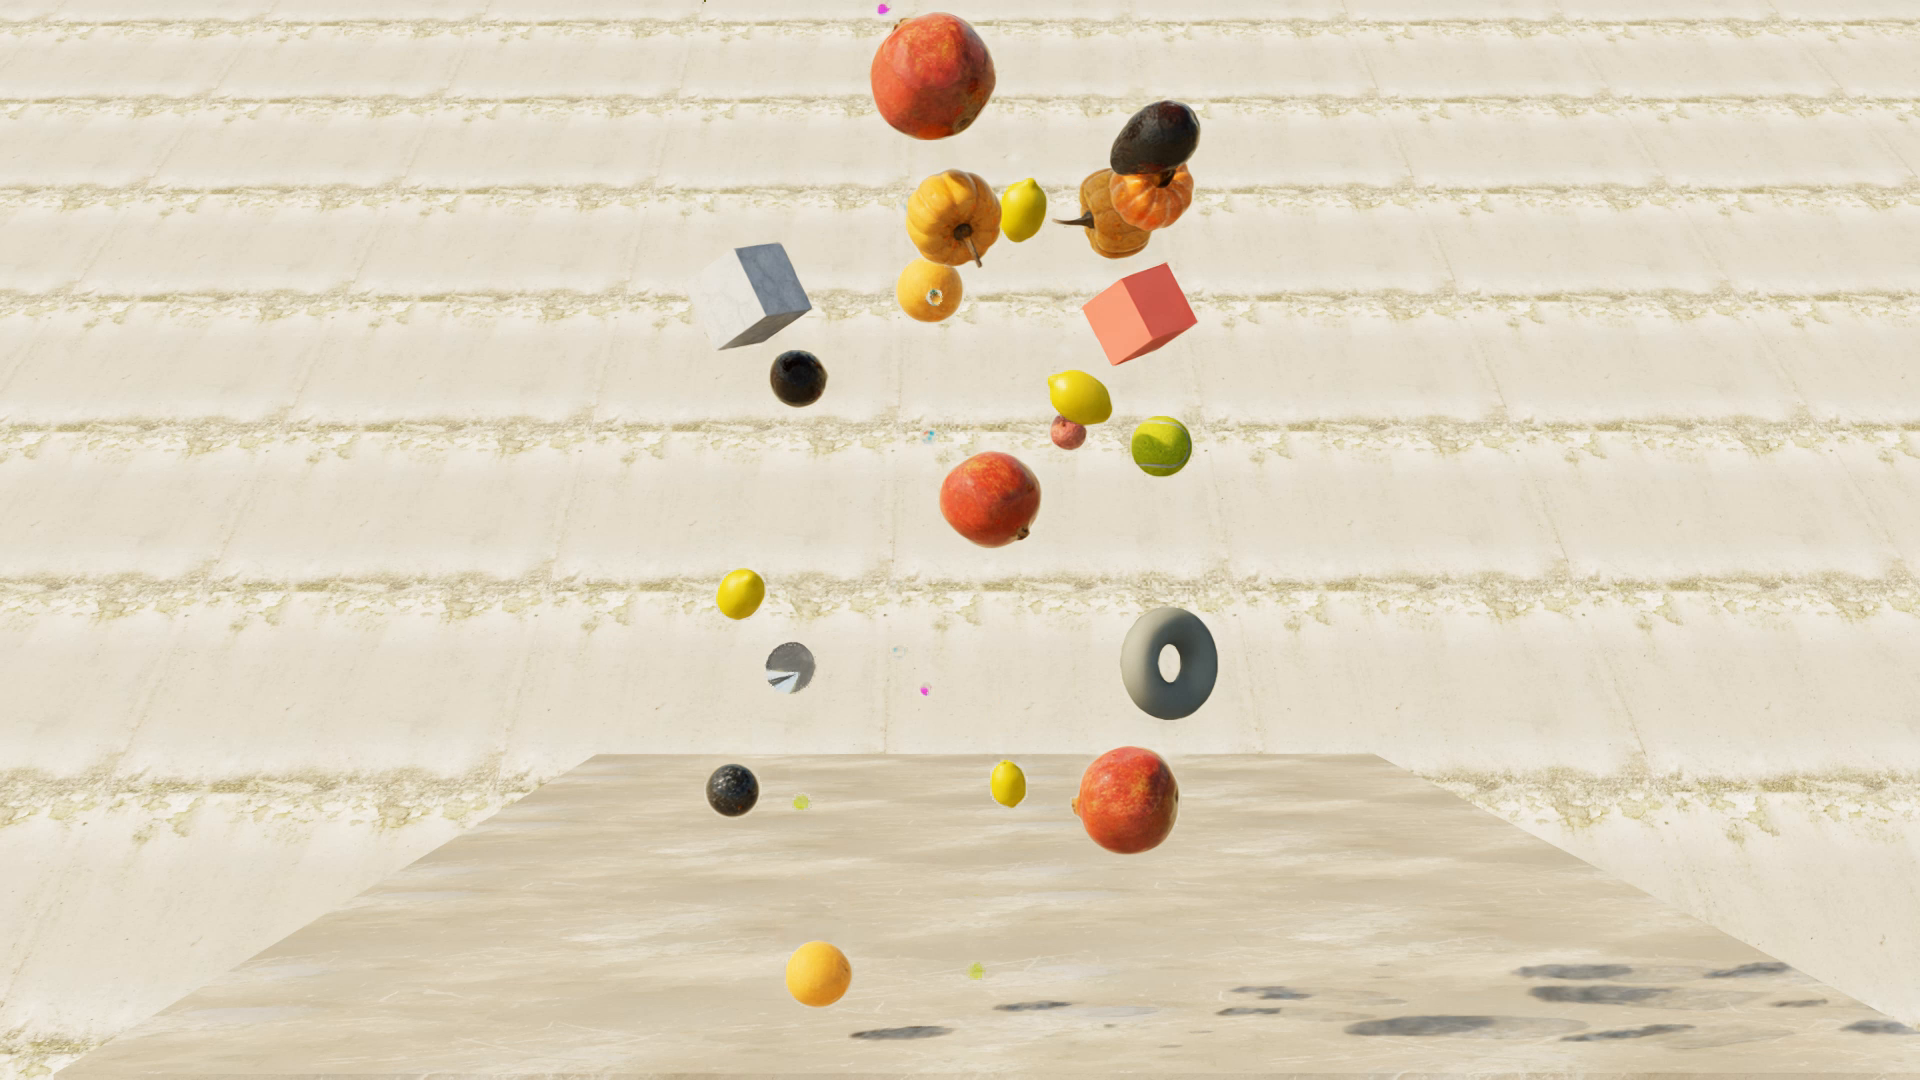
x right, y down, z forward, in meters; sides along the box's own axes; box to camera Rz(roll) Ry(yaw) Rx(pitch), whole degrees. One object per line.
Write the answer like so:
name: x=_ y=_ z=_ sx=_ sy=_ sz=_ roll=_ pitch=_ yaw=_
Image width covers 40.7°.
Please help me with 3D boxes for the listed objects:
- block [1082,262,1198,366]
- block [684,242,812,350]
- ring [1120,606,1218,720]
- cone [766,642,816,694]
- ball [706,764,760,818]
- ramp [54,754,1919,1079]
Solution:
block: x=0.165 y=-0.207 z=2.373 sx=0.062 sy=0.062 sz=0.062 roll=-23 pitch=-6 yaw=-39
block: x=-0.215 y=-0.248 z=2.635 sx=0.077 sy=0.077 sz=0.077 roll=-30 pitch=-7 yaw=35
ring: x=0.212 y=0.124 z=2.617 sx=0.115 sy=0.115 sz=0.038 roll=-22 pitch=9 yaw=-32
cone: x=-0.173 y=0.142 z=2.781 sx=0.055 sy=0.055 sz=0.055 roll=11 pitch=-10 yaw=18
ball: x=-0.253 y=0.278 z=2.880 sx=0.060 sy=0.060 sz=0.060 roll=0 pitch=30 yaw=0
ramp: x=0.067 y=0.599 z=4.658 sx=2.000 sy=0.100 sz=4.000 roll=0 pitch=0 yaw=0
